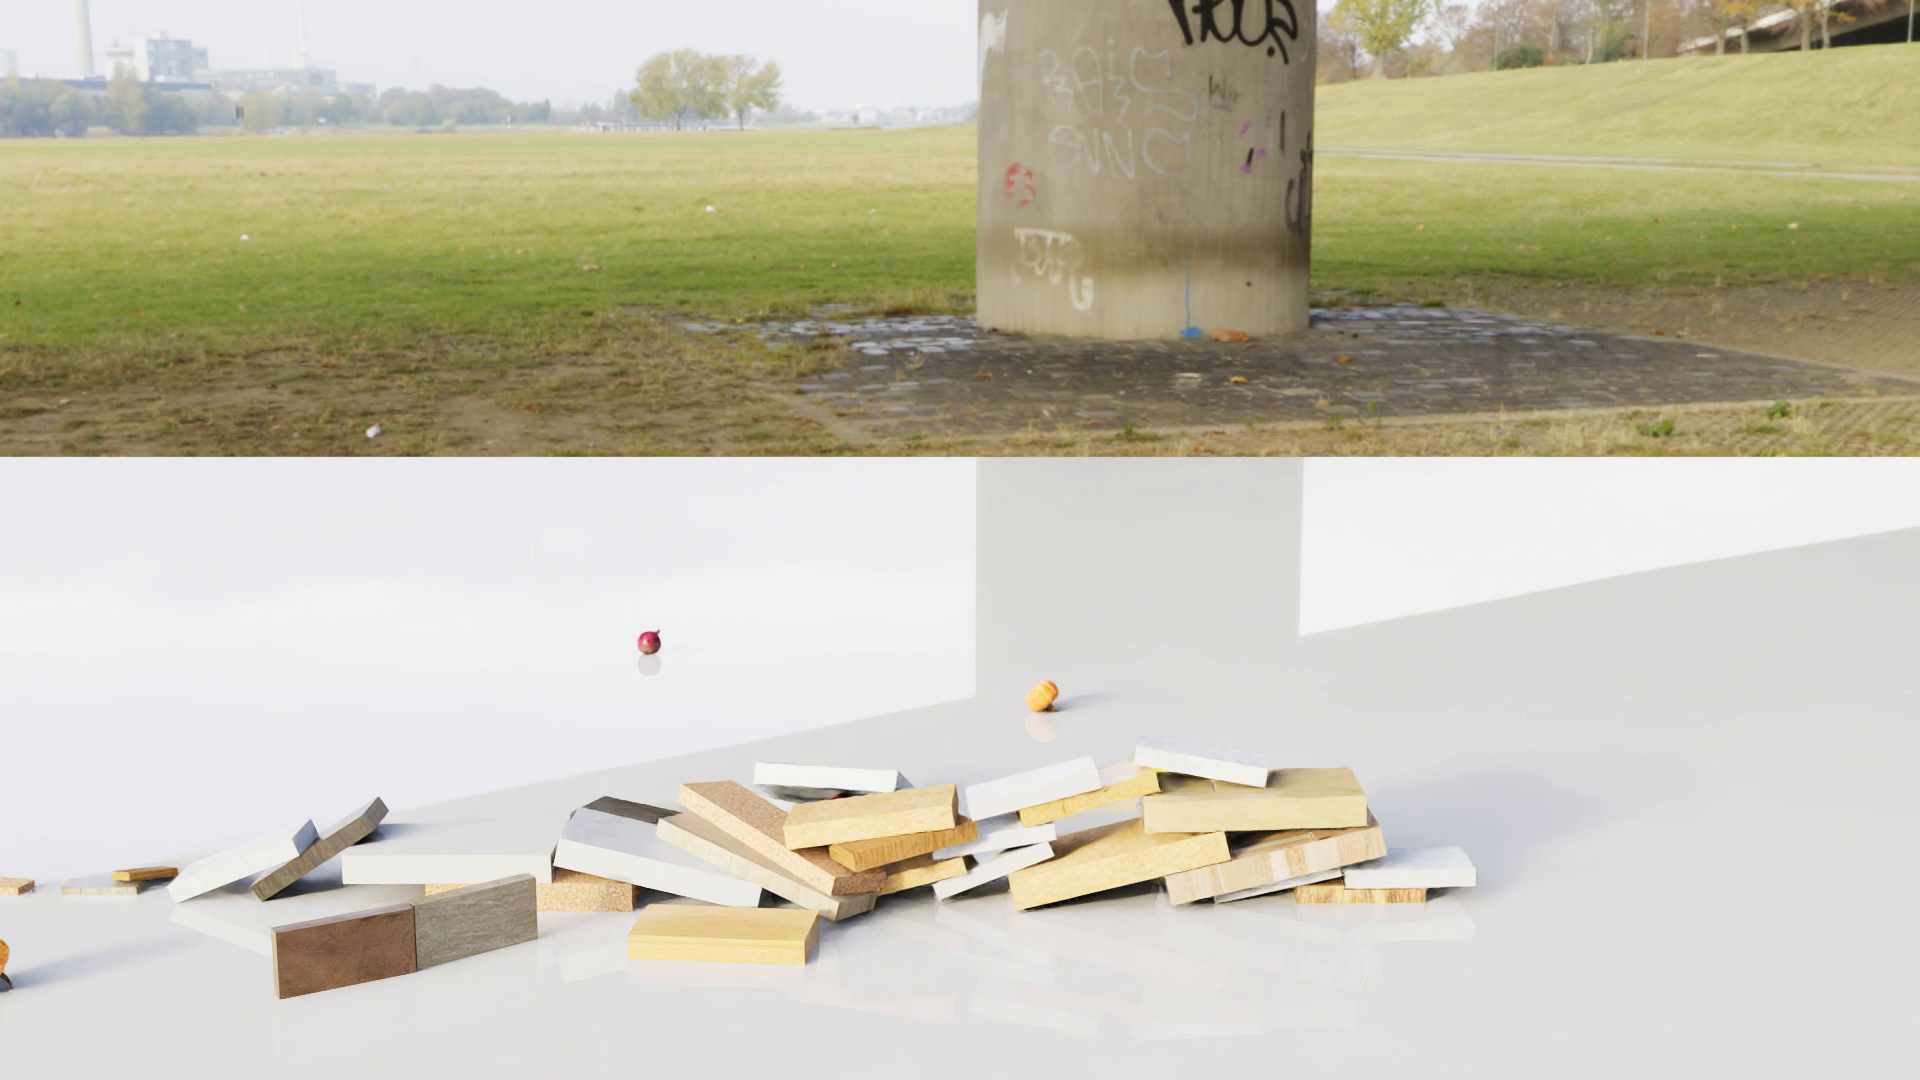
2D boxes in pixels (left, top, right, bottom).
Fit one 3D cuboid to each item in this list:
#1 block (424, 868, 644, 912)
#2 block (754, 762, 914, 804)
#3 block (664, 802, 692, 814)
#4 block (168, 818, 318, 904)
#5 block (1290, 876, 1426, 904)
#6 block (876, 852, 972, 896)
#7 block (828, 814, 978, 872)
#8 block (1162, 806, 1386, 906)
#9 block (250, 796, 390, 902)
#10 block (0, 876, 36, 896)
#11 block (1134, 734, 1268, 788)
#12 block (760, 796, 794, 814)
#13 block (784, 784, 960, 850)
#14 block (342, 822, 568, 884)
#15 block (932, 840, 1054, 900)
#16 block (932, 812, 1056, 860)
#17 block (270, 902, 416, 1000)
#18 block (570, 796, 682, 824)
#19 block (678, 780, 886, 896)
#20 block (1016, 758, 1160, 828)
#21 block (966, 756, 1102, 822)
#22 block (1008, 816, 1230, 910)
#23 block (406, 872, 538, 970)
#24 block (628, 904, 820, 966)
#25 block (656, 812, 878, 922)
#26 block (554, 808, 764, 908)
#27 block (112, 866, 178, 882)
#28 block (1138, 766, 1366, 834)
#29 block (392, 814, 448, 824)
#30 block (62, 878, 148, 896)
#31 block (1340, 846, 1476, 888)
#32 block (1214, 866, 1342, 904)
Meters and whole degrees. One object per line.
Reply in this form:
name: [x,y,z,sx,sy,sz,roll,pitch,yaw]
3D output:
block: [-0.701,0.566,3.665,0.338,0.048,0.169,0,11,1]
block: [-0.229,0.458,4.075,0.275,0.039,0.137,2,-21,16]
block: [-0.447,0.509,4.030,0.187,0.027,0.094,7,13,35]
block: [-1.194,0.534,3.667,0.224,0.032,0.112,-21,10,3]
block: [0.660,0.574,3.672,0.212,0.030,0.106,0,11,-1]
block: [-0.085,0.549,3.656,0.203,0.029,0.102,-15,9,8]
block: [-0.093,0.487,3.574,0.217,0.031,0.108,-12,9,-24]
block: [0.511,0.514,3.653,0.357,0.051,0.179,-13,10,2]
block: [-1.067,0.515,3.671,0.224,0.032,0.112,-32,9,5]
block: [-1.608,0.580,3.688,0.095,0.013,0.047,2,11,12]
block: [0.401,0.365,3.653,0.217,0.031,0.108,9,8,7]
block: [-0.347,0.496,3.928,0.231,0.033,0.116,7,12,35]
block: [-0.143,0.453,3.609,0.275,0.039,0.137,-8,8,4]
block: [-0.834,0.520,3.655,0.337,0.048,0.169,0,11,0]
block: [0.055,0.533,3.656,0.203,0.029,0.102,-22,8,4]
block: [0.055,0.484,3.640,0.203,0.029,0.102,-10,9,1]
block: [-0.917,0.611,3.275,0.204,0.102,0.029,-6,12,-31]
block: [-0.608,0.509,4.010,0.187,0.027,0.094,7,17,32]
block: [-0.303,0.494,3.678,0.116,0.033,0.407,2,15,-46]
block: [0.206,0.416,3.639,0.231,0.033,0.116,-15,9,-3]
block: [0.119,0.408,3.615,0.217,0.031,0.108,-14,7,0]
block: [0.259,0.522,3.652,0.357,0.051,0.179,-14,9,2]
block: [-0.753,0.588,3.401,0.204,0.102,0.029,-8,13,-38]
block: [-0.367,0.615,3.429,0.275,0.039,0.137,1,11,6]
block: [-0.322,0.533,3.628,0.377,0.032,0.112,20,12,29]
block: [-0.489,0.529,3.655,0.337,0.048,0.169,13,11,-1]
block: [-1.376,0.563,3.715,0.047,0.013,0.095,-1,-2,34]
block: [0.479,0.429,3.635,0.357,0.051,0.179,-2,9,2]
block: [-0.955,0.532,3.910,0.094,0.027,0.187,-3,11,-18]
block: [-1.433,0.580,3.683,0.125,0.013,0.047,0,11,0]
block: [0.740,0.544,3.658,0.211,0.030,0.106,-1,12,-1]
block: [0.521,0.552,3.666,0.212,0.030,0.106,-13,10,3]
